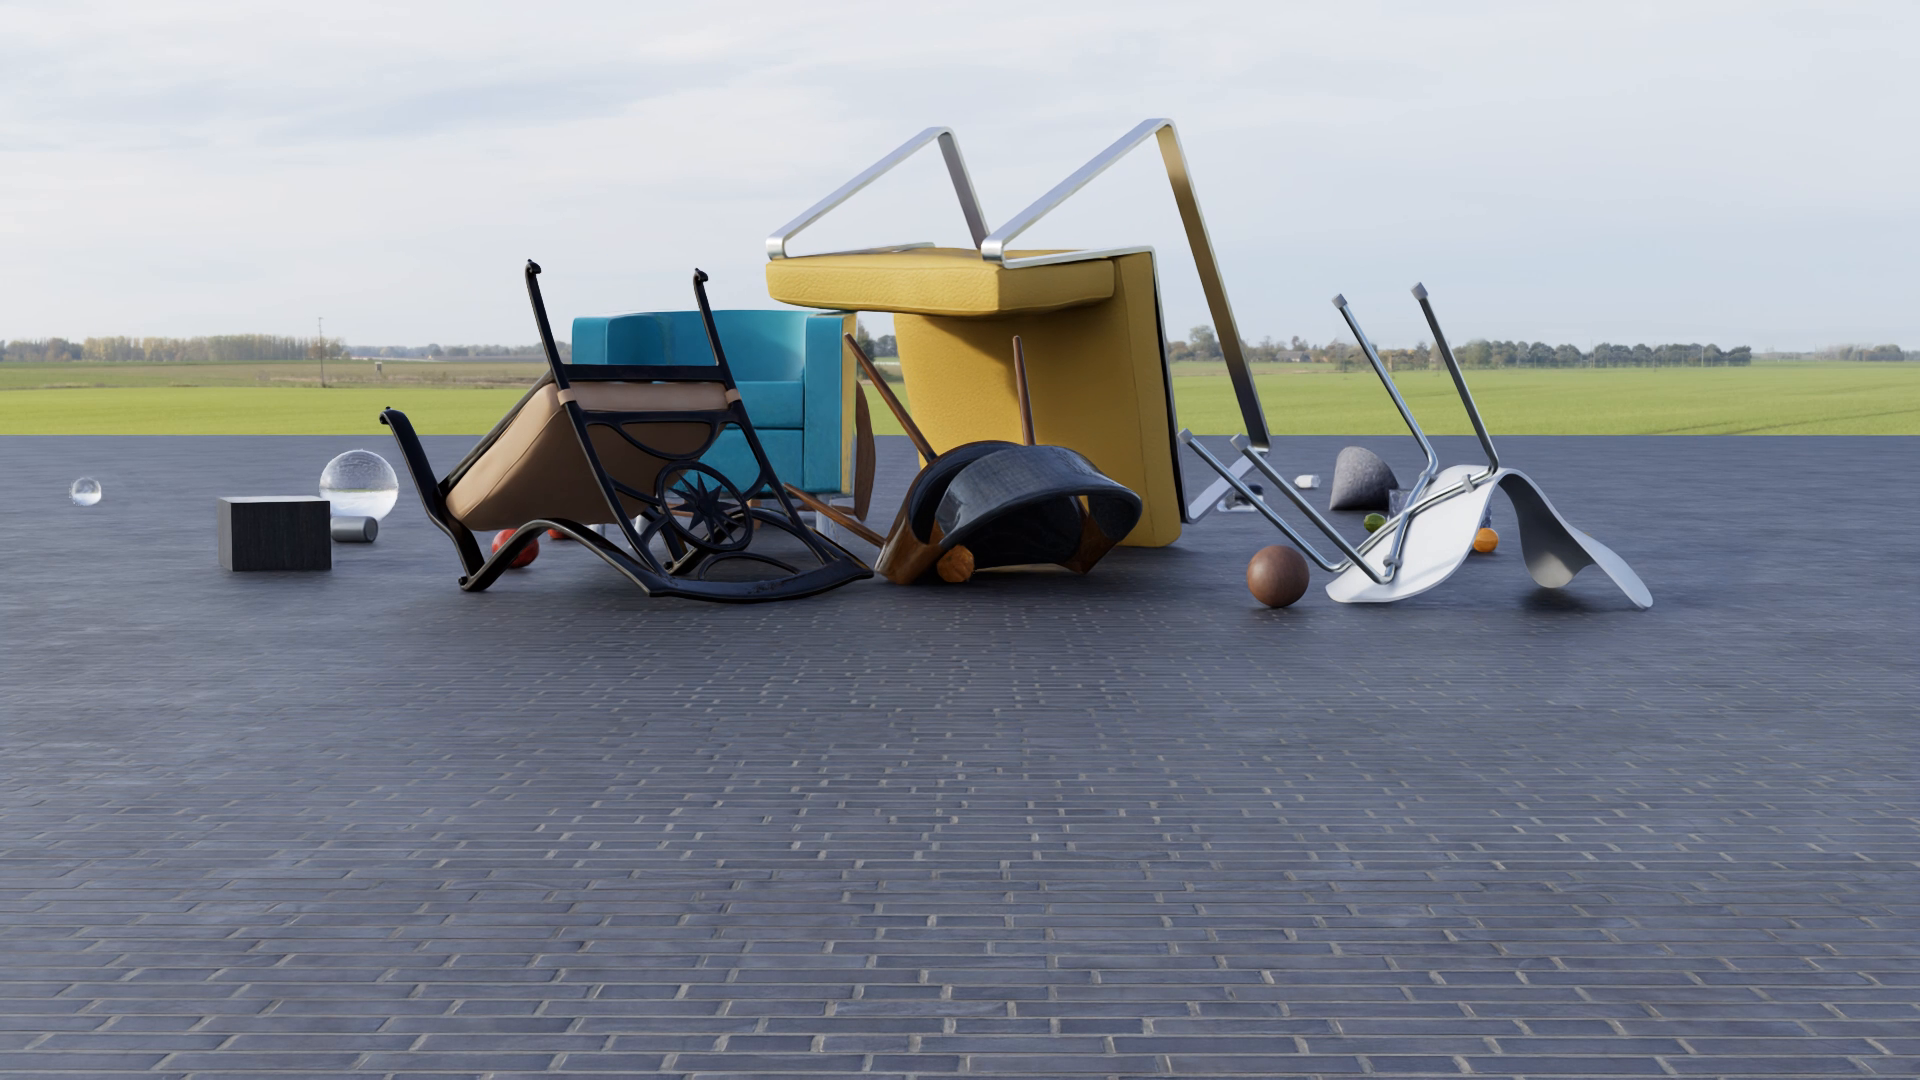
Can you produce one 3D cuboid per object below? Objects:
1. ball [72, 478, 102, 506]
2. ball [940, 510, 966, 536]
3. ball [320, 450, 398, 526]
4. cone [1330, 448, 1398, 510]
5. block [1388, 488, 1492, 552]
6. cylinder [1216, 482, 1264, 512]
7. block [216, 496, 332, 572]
[{"bbox_3d":[-3.351,-0.184,8.437,0.109,0.109,0.109,0,4,0],"label":"ball"},{"bbox_3d":[-0.021,-0.055,6.764,0.080,0.080,0.080,0,4,0],"label":"ball"},{"bbox_3d":[-1.963,-0.169,7.183,0.250,0.250,0.250,0,4,0],"label":"ball"},{"bbox_3d":[1.447,-0.172,8.192,0.219,0.273,0.314,-38,10,-23],"label":"cone"},{"bbox_3d":[1.359,-0.059,6.232,0.173,0.161,0.239,-2,4,-25],"label":"block"},{"bbox_3d":[1.016,-0.154,8.003,0.108,0.103,0.187,-1,-8,-15],"label":"cylinder"},{"bbox_3d":[-1.749,-0.020,5.600,0.238,0.169,0.301,-2,4,-25],"label":"block"}]
